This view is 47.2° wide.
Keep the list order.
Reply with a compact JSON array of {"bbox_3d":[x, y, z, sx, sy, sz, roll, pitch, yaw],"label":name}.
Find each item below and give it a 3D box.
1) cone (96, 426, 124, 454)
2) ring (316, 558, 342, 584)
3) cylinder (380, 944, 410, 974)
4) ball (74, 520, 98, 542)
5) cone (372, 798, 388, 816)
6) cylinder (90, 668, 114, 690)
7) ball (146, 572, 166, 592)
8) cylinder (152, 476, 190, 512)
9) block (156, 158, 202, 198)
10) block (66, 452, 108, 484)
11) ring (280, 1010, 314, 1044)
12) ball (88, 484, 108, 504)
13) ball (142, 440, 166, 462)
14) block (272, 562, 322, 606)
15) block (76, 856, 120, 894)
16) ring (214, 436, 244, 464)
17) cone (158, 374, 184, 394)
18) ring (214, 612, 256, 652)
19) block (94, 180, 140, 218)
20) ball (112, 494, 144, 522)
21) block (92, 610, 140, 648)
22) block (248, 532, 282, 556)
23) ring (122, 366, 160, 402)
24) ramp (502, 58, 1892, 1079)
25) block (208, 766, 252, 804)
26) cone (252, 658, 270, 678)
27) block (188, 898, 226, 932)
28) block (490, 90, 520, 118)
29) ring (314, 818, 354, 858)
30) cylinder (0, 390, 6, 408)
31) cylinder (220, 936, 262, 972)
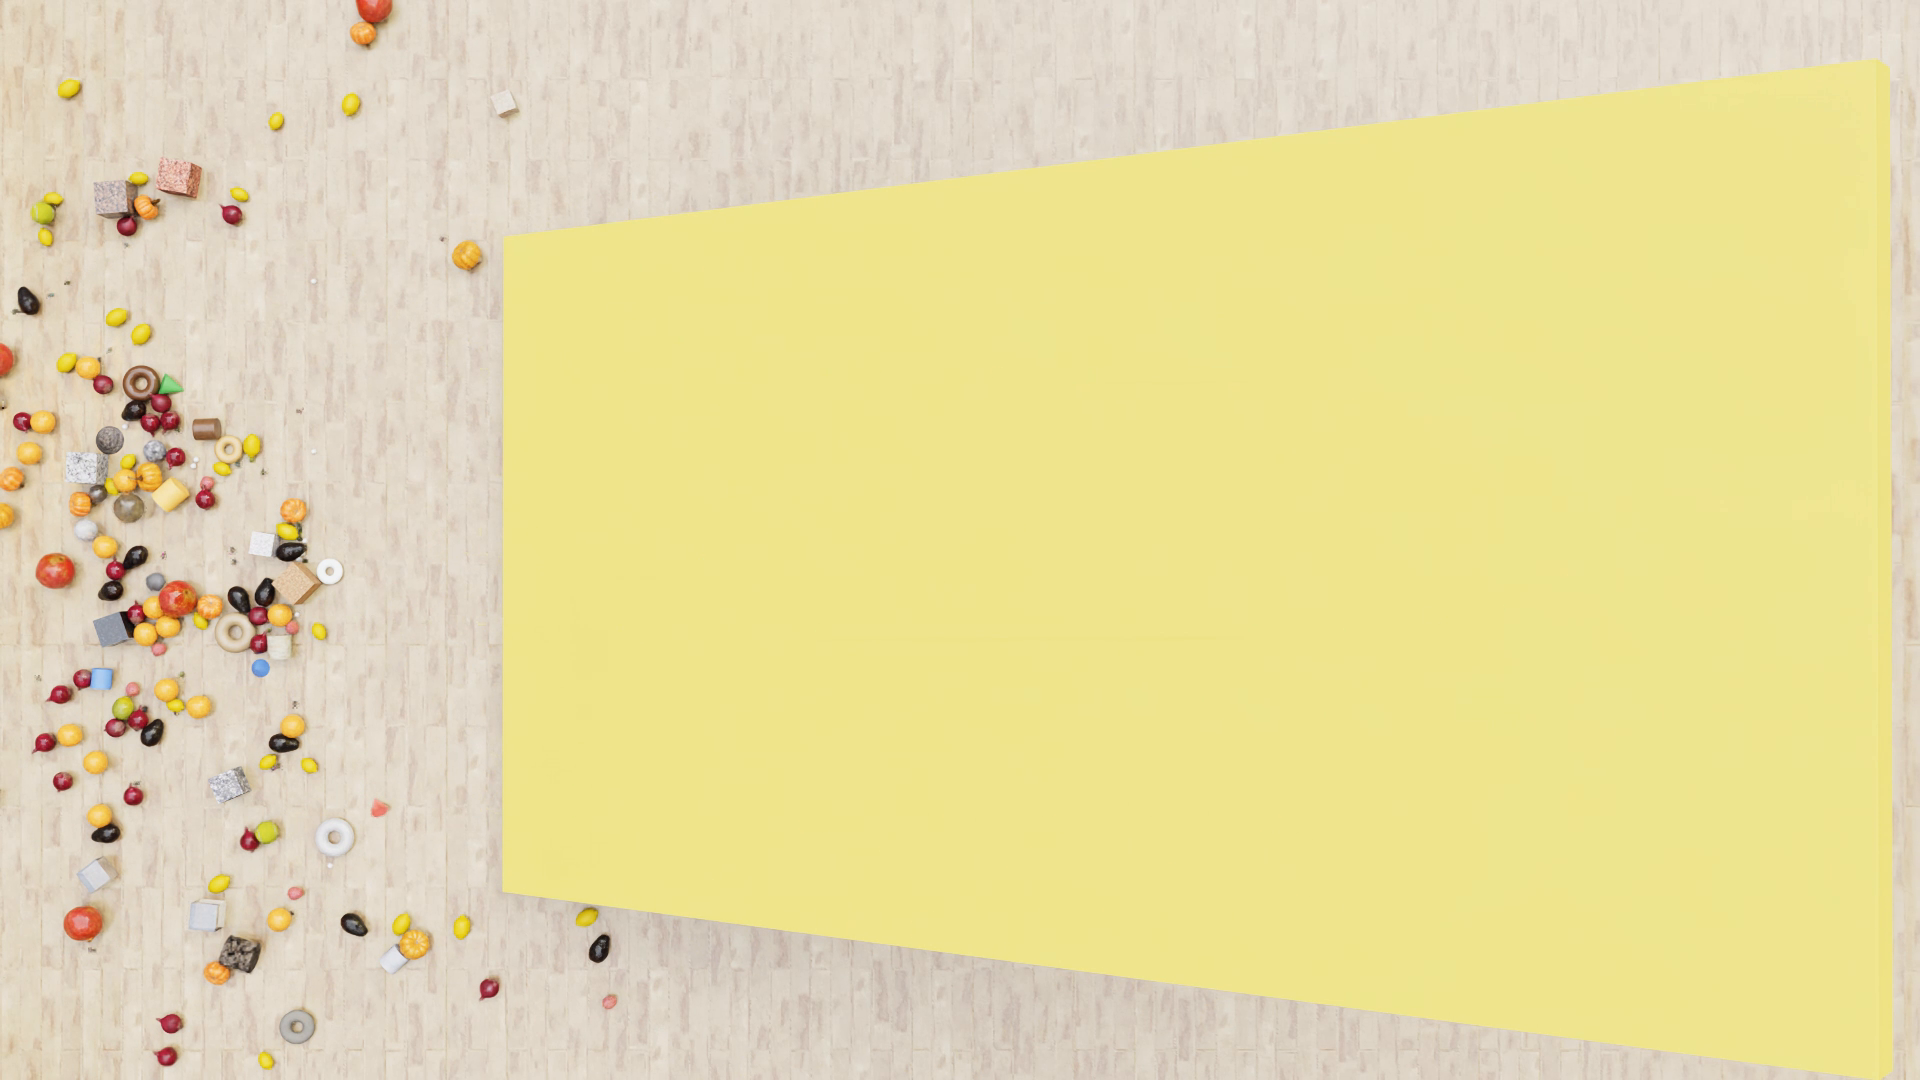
[{"bbox_3d":[-2.627,-0.308,6.753,0.088,0.088,0.088,0,90,0],"label":"cone"},{"bbox_3d":[-1.943,0.097,6.781,0.081,0.027,0.081,0,88,0],"label":"ring"},{"bbox_3d":[-1.736,1.287,6.753,0.066,0.066,0.066,-43,90,0],"label":"cylinder"},{"bbox_3d":[-2.687,-0.029,6.761,0.068,0.068,0.068,0,90,0],"label":"ball"},{"bbox_3d":[-1.794,0.815,6.777,0.052,0.052,0.052,-29,63,0],"label":"cone"},{"bbox_3d":[-2.639,0.427,6.762,0.060,0.060,0.060,10,79,0],"label":"cylinder"},{"bbox_3d":[-2.475,0.129,6.765,0.058,0.058,0.058,0,90,0],"label":"ball"},{"bbox_3d":[-2.426,-0.140,6.757,0.078,0.078,0.078,-41,90,0],"label":"cylinder"},{"bbox_3d":[-2.400,-1.112,6.755,0.096,0.096,0.096,9,90,0],"label":"block"},{"bbox_3d":[-2.679,-0.220,6.750,0.093,0.093,0.093,3,90,0],"label":"block"},{"bbox_3d":[-2.038,1.498,6.762,0.106,0.035,0.106,-1,95,-8],"label":"ring"},{"bbox_3d":[-2.653,-0.142,6.768,0.056,0.056,0.056,0,90,0],"label":"ball"},{"bbox_3d":[-2.477,-0.273,6.763,0.068,0.068,0.068,0,90,0],"label":"ball"},{"bbox_3d":[-2.033,0.134,6.748,0.092,0.092,0.092,45,90,0],"label":"block"},{"bbox_3d":[-2.646,1.027,6.750,0.075,0.075,0.075,-38,90,0],"label":"block"},{"bbox_3d":[-2.255,-0.279,6.782,0.089,0.030,0.089,0,91,1],"label":"ring"},{"bbox_3d":[-2.425,-0.471,6.783,0.070,0.070,0.070,17,90,-26],"label":"cone"},{"bbox_3d":[-2.232,0.285,6.772,0.126,0.042,0.126,0,91,-1],"label":"ring"},{"bbox_3d":[-2.590,-1.046,6.753,0.098,0.098,0.098,-5,90,0],"label":"block"},{"bbox_3d":[-2.551,-0.098,6.750,0.092,0.092,0.092,0,90,0],"label":"ball"},{"bbox_3d":[-2.591,0.273,6.750,0.086,0.086,0.086,-20,90,0],"label":"block"},{"bbox_3d":[-2.136,0.013,6.760,0.069,0.069,0.069,9,90,0],"label":"block"},{"bbox_3d":[-2.524,-0.482,6.780,0.115,0.038,0.115,0,88,0],"label":"ring"},{"bbox_3d":[0.231,0.065,5.549,4.000,0.100,2.000,0,89,37],"label":"ramp"},{"bbox_3d":[-2.241,0.752,6.748,0.082,0.082,0.082,-23,90,0],"label":"block"},{"bbox_3d":[-2.160,0.396,6.763,0.057,0.057,0.057,0,90,0],"label":"cone"},{"bbox_3d":[-2.308,1.151,6.746,0.082,0.082,0.082,6,90,0],"label":"block"},{"bbox_3d":[-1.401,-1.343,6.774,0.060,0.060,0.060,-22,90,0],"label":"block"},{"bbox_3d":[-1.925,0.916,6.768,0.121,0.040,0.121,0,88,0],"label":"ring"},{"bbox_3d":[-2.979,-0.429,6.768,0.059,0.059,0.059,-23,90,3],"label":"cylinder"},{"bbox_3d":[-2.206,1.269,6.740,0.092,0.092,0.092,17,90,0],"label":"cylinder"}]
